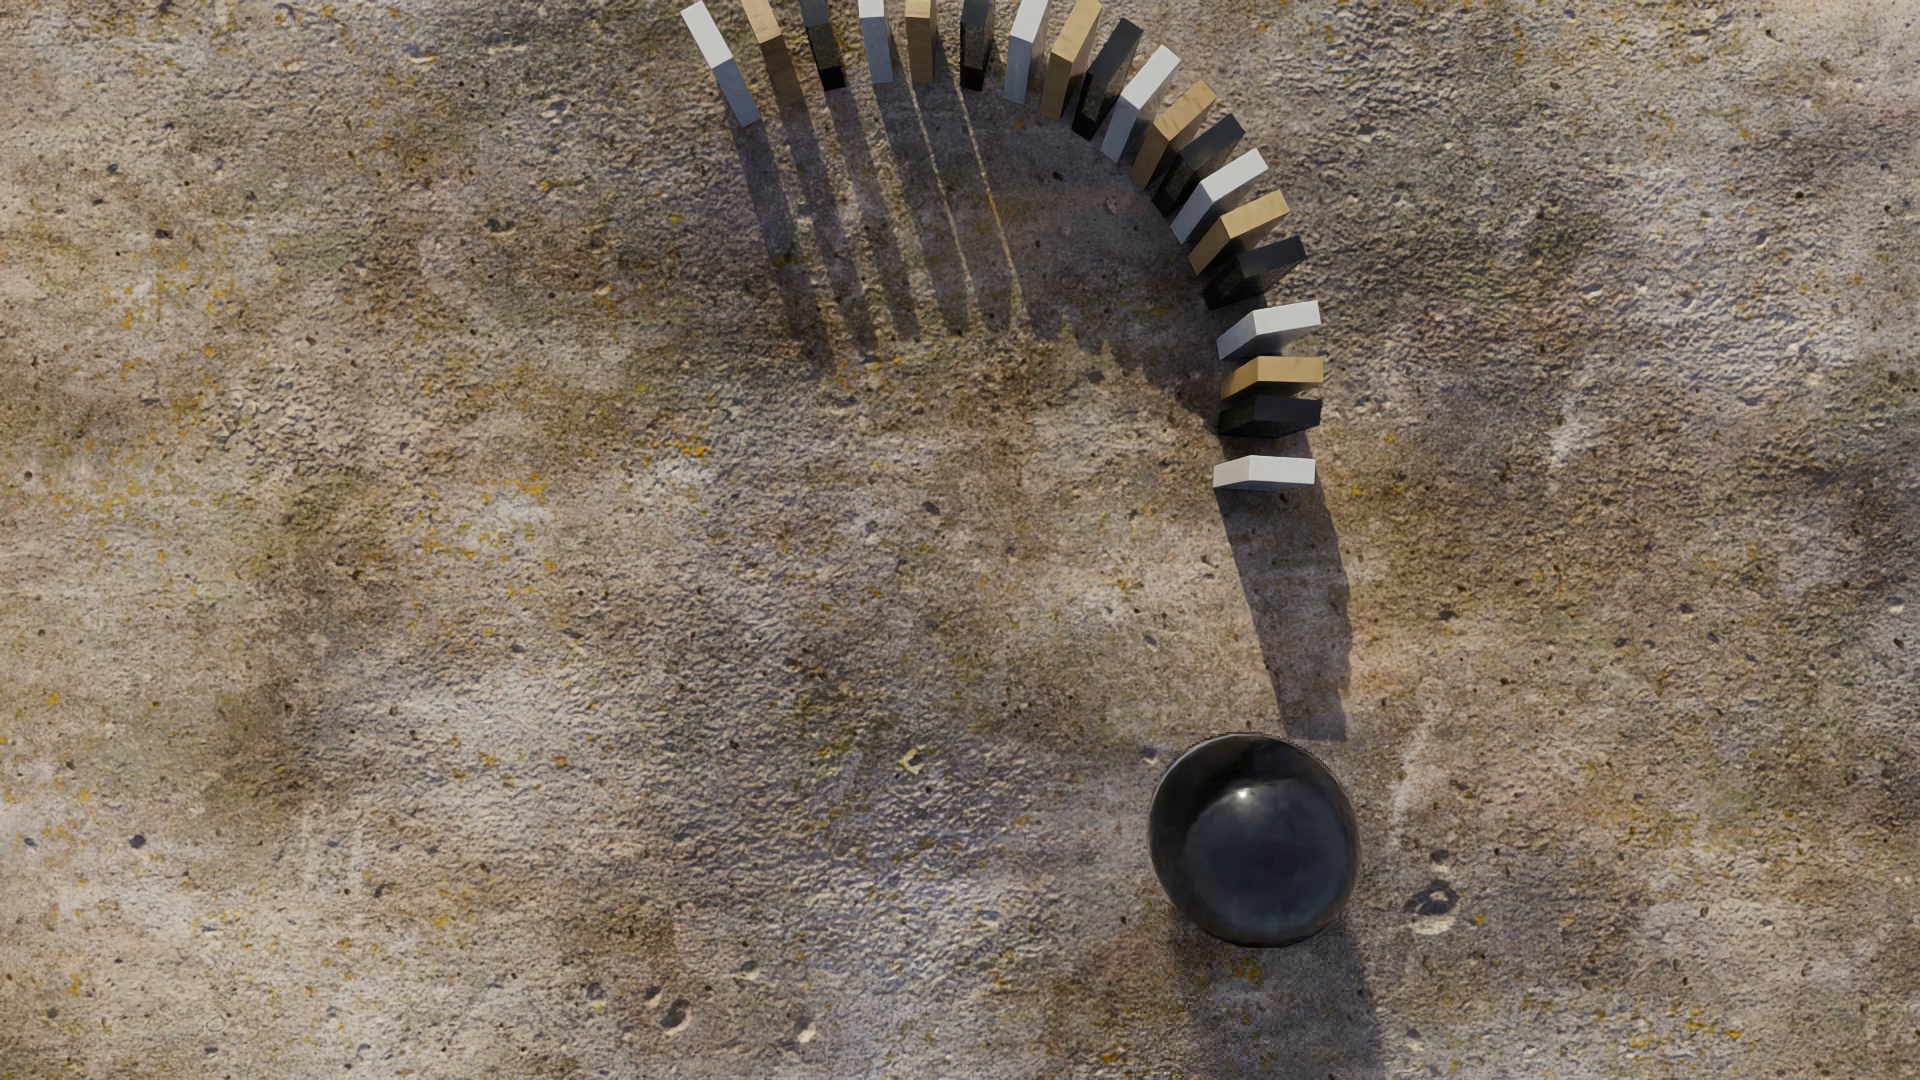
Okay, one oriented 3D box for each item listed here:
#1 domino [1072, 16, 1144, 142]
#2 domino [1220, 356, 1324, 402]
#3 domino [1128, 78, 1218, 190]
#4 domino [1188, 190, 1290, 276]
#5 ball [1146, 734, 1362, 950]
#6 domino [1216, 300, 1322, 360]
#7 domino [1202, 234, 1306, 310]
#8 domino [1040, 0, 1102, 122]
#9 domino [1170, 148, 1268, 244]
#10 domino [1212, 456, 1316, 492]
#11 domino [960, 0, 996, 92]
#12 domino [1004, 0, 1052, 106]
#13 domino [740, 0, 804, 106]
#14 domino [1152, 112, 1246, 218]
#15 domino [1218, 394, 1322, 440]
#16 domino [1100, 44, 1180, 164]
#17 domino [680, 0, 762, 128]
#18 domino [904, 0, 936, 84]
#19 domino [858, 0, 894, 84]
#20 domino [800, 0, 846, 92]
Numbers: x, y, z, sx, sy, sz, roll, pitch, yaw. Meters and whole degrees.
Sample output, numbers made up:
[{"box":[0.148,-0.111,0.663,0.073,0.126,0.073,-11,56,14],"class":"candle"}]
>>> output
[{"box":[0.059,-0.187,0.375,0.009,0.050,0.025,34,90,0],"class":"domino"},{"box":[0.126,-0.065,0.375,0.025,0.050,0.009,1,90,0],"class":"domino"},{"box":[0.086,-0.164,0.375,0.025,0.050,0.009,-43,90,0],"class":"domino"},{"box":[0.113,-0.125,0.375,0.025,0.050,0.009,-25,90,0],"class":"domino"},{"box":[0.114,0.117,0.360,0.080,0.080,0.080,0,90,0],"class":"ball"},{"box":[0.125,-0.085,0.375,0.025,0.050,0.010,-9,90,0],"class":"domino"},{"box":[0.119,-0.108,0.375,0.025,0.050,0.010,-18,90,0],"class":"domino"},{"box":[0.045,-0.196,0.375,0.010,0.050,0.025,27,90,0],"class":"domino"},{"box":[0.105,-0.139,0.375,0.025,0.050,0.009,-31,90,0],"class":"domino"},{"box":[0.123,-0.027,0.375,0.025,0.050,0.010,4,90,0],"class":"domino"},{"box":[0.007,-0.209,0.375,0.010,0.050,0.025,12,90,0],"class":"domino"},{"box":[0.028,-0.203,0.375,0.010,0.050,0.025,20,90,0],"class":"domino"},{"box":[-0.077,-0.203,0.375,0.009,0.050,0.025,-23,90,0],"class":"domino"},{"box":[0.096,-0.152,0.375,0.025,0.050,0.010,-37,90,0],"class":"domino"},{"box":[0.125,-0.050,0.375,0.025,0.050,0.010,5,90,0],"class":"domino"},{"box":[0.073,-0.177,0.375,0.010,0.050,0.025,40,90,0],"class":"domino"},{"box":[-0.097,-0.193,0.375,0.009,0.050,0.025,-29,90,0],"class":"domino"},{"box":[-0.016,-0.212,0.375,0.009,0.050,0.025,4,90,0],"class":"domino"},{"box":[-0.034,-0.212,0.375,0.009,0.050,0.025,-4,90,0],"class":"domino"},{"box":[-0.057,-0.209,0.375,0.009,0.050,0.025,-12,90,0],"class":"domino"}]
